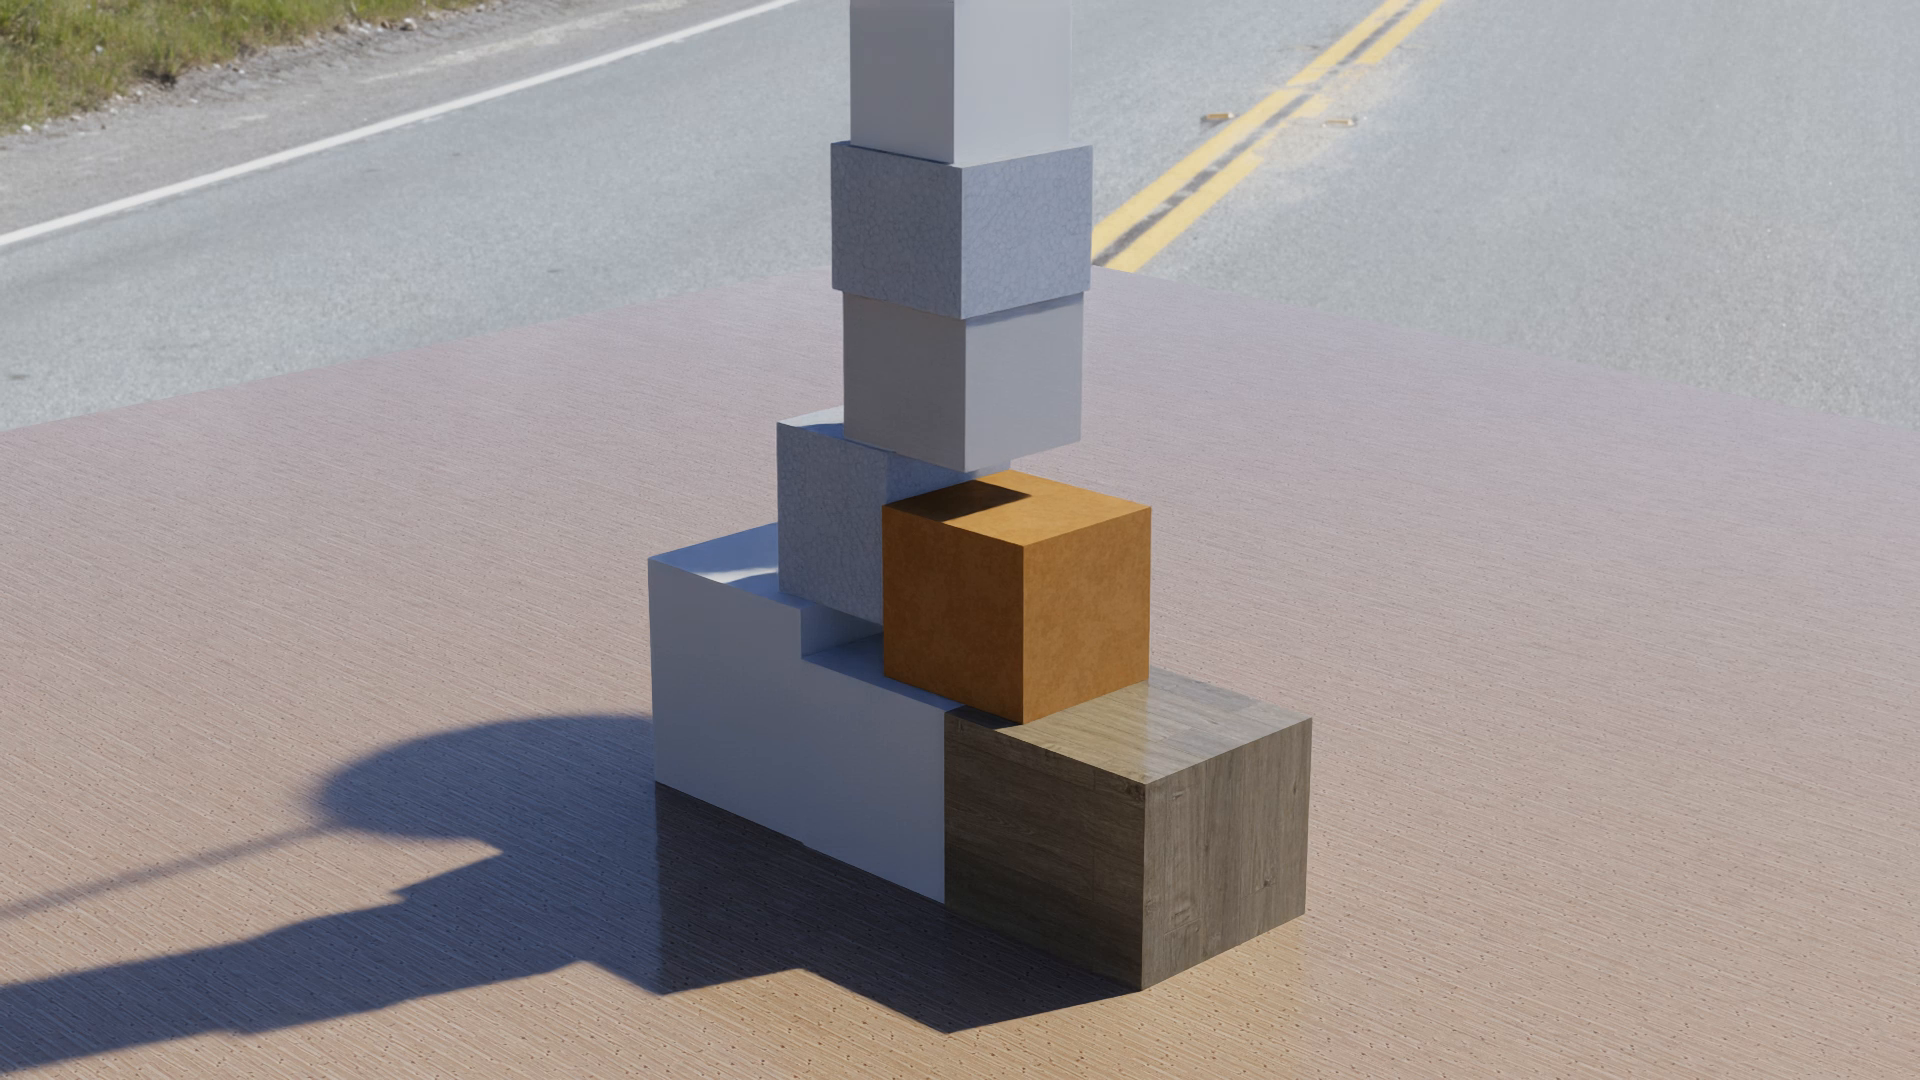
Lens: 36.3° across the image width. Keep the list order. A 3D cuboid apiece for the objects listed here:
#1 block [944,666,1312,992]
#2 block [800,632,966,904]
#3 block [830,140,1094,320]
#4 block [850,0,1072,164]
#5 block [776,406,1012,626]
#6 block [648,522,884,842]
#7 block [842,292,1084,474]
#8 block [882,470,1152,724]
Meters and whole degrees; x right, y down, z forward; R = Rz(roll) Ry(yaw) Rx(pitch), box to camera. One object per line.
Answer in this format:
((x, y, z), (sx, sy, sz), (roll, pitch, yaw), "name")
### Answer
((0.733, 1.209, 12.938), (1.095, 0.936, 1.175), (-17, 24, -42), "block")
((-0.015, 0.978, 13.684), (1.078, 0.929, 0.967), (-17, 24, -42), "block")
((0.007, -1.418, 12.884), (0.813, 0.649, 0.808), (-17, 24, -42), "block")
((0.004, -2.079, 12.667), (0.718, 0.740, 0.636), (-17, 24, -42), "block")
((-0.305, -0.159, 13.622), (0.797, 0.818, 0.733), (-17, 24, -42), "block")
((-0.764, 0.648, 14.347), (1.018, 1.160, 1.107), (-17, 24, -42), "block")
((0.012, -0.782, 13.096), (0.739, 0.692, 0.771), (-17, 24, -42), "block")
((0.252, 0.235, 13.133), (0.819, 0.807, 0.873), (-17, 24, -42), "block")
